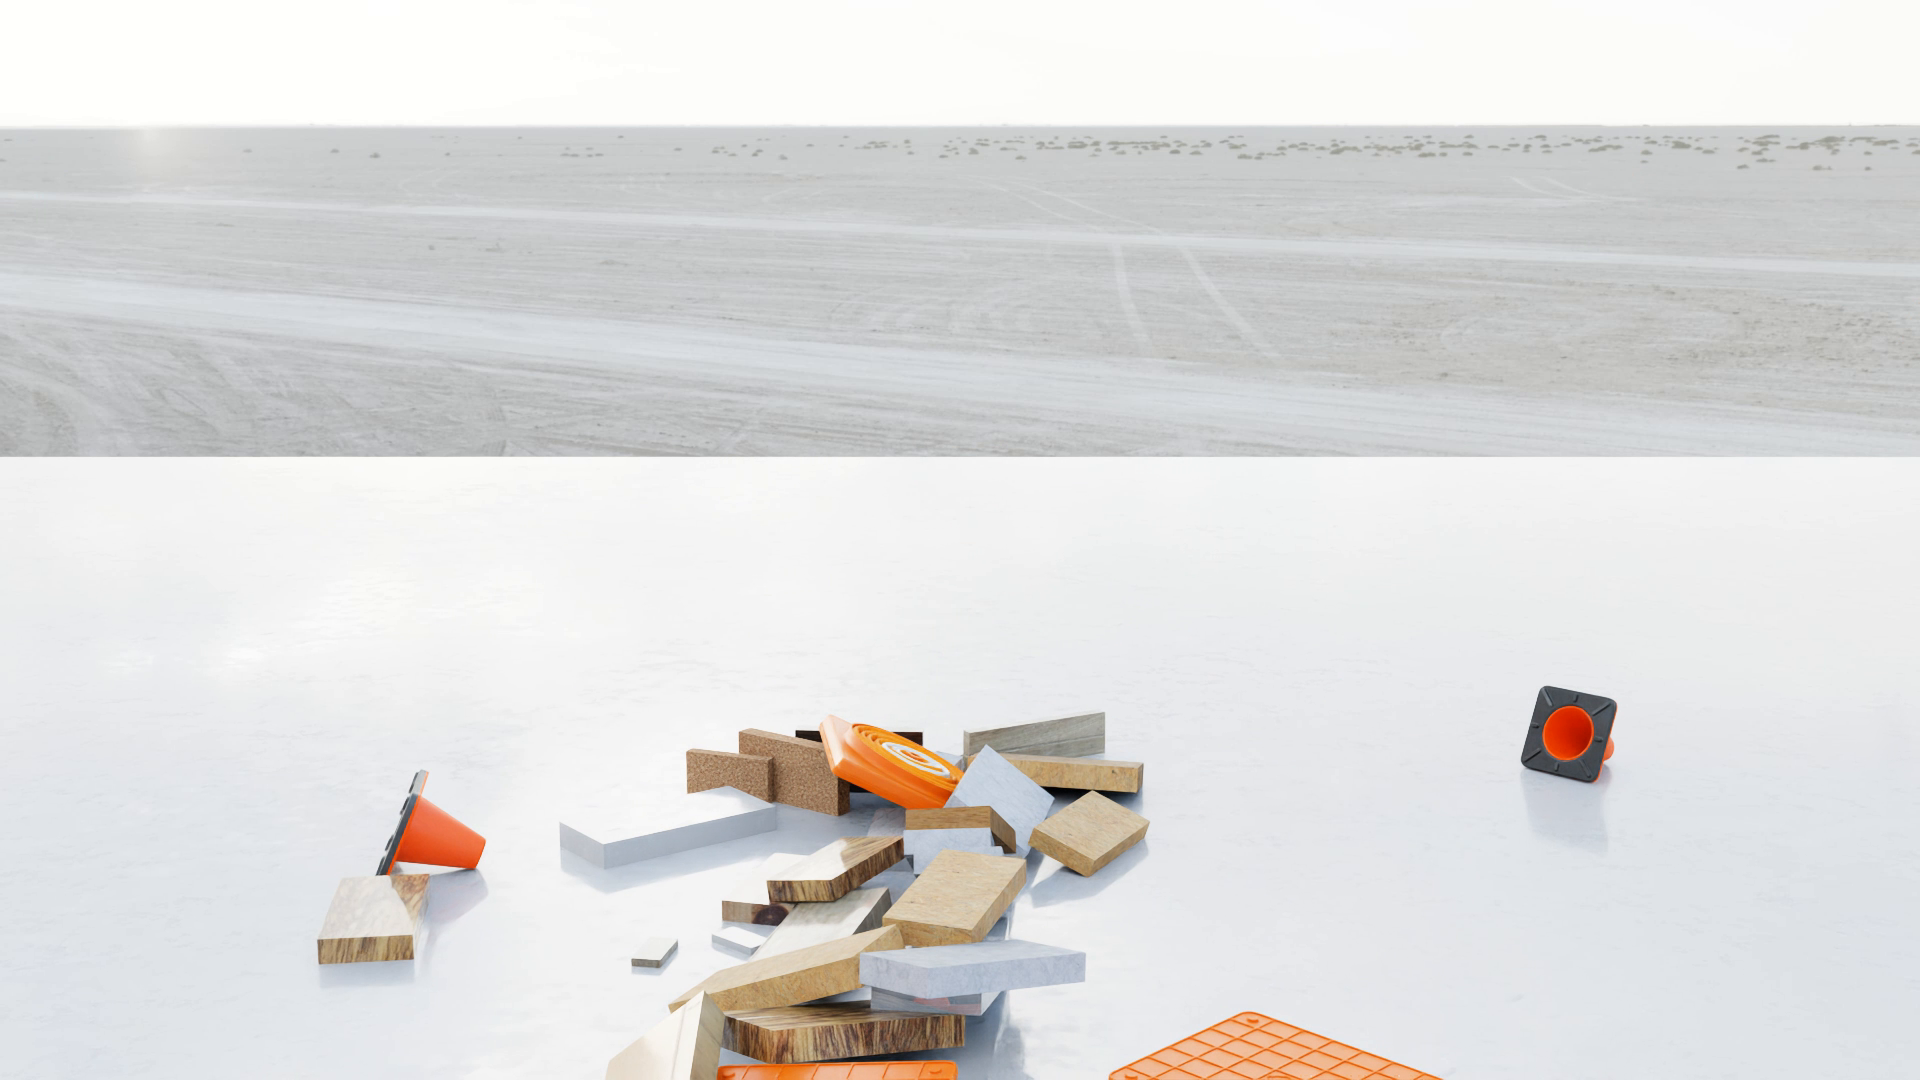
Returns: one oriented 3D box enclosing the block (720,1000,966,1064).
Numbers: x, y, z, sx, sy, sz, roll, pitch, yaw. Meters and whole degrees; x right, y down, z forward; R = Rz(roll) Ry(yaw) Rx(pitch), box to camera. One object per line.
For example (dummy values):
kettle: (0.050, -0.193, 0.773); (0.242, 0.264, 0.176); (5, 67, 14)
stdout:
block: (-0.162, 0.661, 2.970); (0.305, 0.043, 0.153); (4, -3, -36)

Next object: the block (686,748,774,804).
block: (-0.438, 0.450, 4.186); (0.174, 0.087, 0.025); (4, 11, 21)

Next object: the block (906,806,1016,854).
block: (0.004, 0.483, 3.635); (0.137, 0.039, 0.274); (-4, -16, 9)

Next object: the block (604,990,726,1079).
block: (-0.381, 0.691, 2.764); (0.160, 0.045, 0.320); (-37, 10, 4)

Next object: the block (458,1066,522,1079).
block: (-0.626, 0.719, 2.605); (0.160, 0.045, 0.319); (7, 13, 34)

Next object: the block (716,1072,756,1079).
block: (-0.324, 0.732, 2.841); (0.079, 0.022, 0.157); (2, 11, 12)

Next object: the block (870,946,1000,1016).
block: (-0.024, 0.630, 3.152); (0.153, 0.043, 0.305); (2, -2, 9)

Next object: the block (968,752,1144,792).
block: (0.185, 0.444, 4.218); (0.322, 0.046, 0.161); (3, -2, 9)

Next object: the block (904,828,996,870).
block: (-0.012, 0.513, 3.596); (0.137, 0.039, 0.274); (-2, -16, 3)

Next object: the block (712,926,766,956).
block: (-0.341, 0.627, 3.437); (0.092, 0.013, 0.046); (9, 14, 42)

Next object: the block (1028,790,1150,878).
block: (0.229, 0.515, 3.870); (0.122, 0.035, 0.245); (26, 21, 22)

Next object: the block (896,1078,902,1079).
block: (-0.086, 0.737, 2.817); (0.079, 0.022, 0.157); (6, 12, 28)

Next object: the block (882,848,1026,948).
block: (-0.005, 0.528, 3.232); (0.133, 0.038, 0.266); (5, 15, 18)

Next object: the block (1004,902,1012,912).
block: (0.005, 0.566, 3.450); (0.133, 0.038, 0.266); (-1, -10, -3)

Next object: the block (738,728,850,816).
block: (-0.315, 0.437, 4.156); (0.246, 0.123, 0.035); (8, 13, 36)

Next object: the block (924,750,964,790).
block: (-0.089, 0.445, 4.318); (0.174, 0.025, 0.087); (6, 28, 30)

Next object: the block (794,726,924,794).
block: (-0.193, 0.422, 4.235); (0.246, 0.123, 0.035); (1, 11, 3)

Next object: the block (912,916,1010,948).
block: (0.003, 0.595, 3.284); (0.133, 0.038, 0.266); (2, -3, 3)

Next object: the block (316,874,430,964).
block: (-0.930, 0.600, 3.502); (0.143, 0.040, 0.285); (-2, 11, -8)

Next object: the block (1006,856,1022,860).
block: (0.050, 0.510, 3.380); (0.092, 0.046, 0.013); (-1, -24, 3)

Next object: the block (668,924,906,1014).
block: (-0.242, 0.617, 3.096); (0.305, 0.043, 0.153); (-19, 1, 23)

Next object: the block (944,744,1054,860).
block: (0.069, 0.475, 3.925); (0.161, 0.046, 0.322); (38, 15, 2)

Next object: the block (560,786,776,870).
block: (-0.523, 0.514, 3.954); (0.354, 0.046, 0.161); (-8, 13, -37)

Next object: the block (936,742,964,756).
block: (0.012, 0.424, 4.425); (0.058, 0.016, 0.116); (8, 13, 38)

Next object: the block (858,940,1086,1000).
block: (0.019, 0.583, 2.998); (0.285, 0.040, 0.143); (4, -3, -41)

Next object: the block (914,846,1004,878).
block: (0.005, 0.533, 3.528); (0.137, 0.039, 0.274); (-2, -16, 3)

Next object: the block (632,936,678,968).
block: (-0.470, 0.635, 3.389); (0.046, 0.013, 0.092); (2, 11, 10)

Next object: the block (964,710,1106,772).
block: (0.151, 0.406, 4.424); (0.322, 0.087, 0.025); (-6, 12, -30)

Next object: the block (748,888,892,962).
block: (-0.215, 0.612, 3.368); (0.143, 0.040, 0.329); (-8, 8, 14)

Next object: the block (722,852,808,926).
block: (-0.292, 0.578, 3.640); (0.122, 0.035, 0.245); (3, 11, 15)

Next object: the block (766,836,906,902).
block: (-0.200, 0.538, 3.609); (0.122, 0.035, 0.245); (-5, 7, 28)

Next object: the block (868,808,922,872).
block: (-0.099, 0.530, 3.897); (0.123, 0.035, 0.246); (1, 11, 4)

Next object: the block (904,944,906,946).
block: (-0.128, 0.626, 3.371); (0.092, 0.013, 0.046); (-14, 0, -21)
